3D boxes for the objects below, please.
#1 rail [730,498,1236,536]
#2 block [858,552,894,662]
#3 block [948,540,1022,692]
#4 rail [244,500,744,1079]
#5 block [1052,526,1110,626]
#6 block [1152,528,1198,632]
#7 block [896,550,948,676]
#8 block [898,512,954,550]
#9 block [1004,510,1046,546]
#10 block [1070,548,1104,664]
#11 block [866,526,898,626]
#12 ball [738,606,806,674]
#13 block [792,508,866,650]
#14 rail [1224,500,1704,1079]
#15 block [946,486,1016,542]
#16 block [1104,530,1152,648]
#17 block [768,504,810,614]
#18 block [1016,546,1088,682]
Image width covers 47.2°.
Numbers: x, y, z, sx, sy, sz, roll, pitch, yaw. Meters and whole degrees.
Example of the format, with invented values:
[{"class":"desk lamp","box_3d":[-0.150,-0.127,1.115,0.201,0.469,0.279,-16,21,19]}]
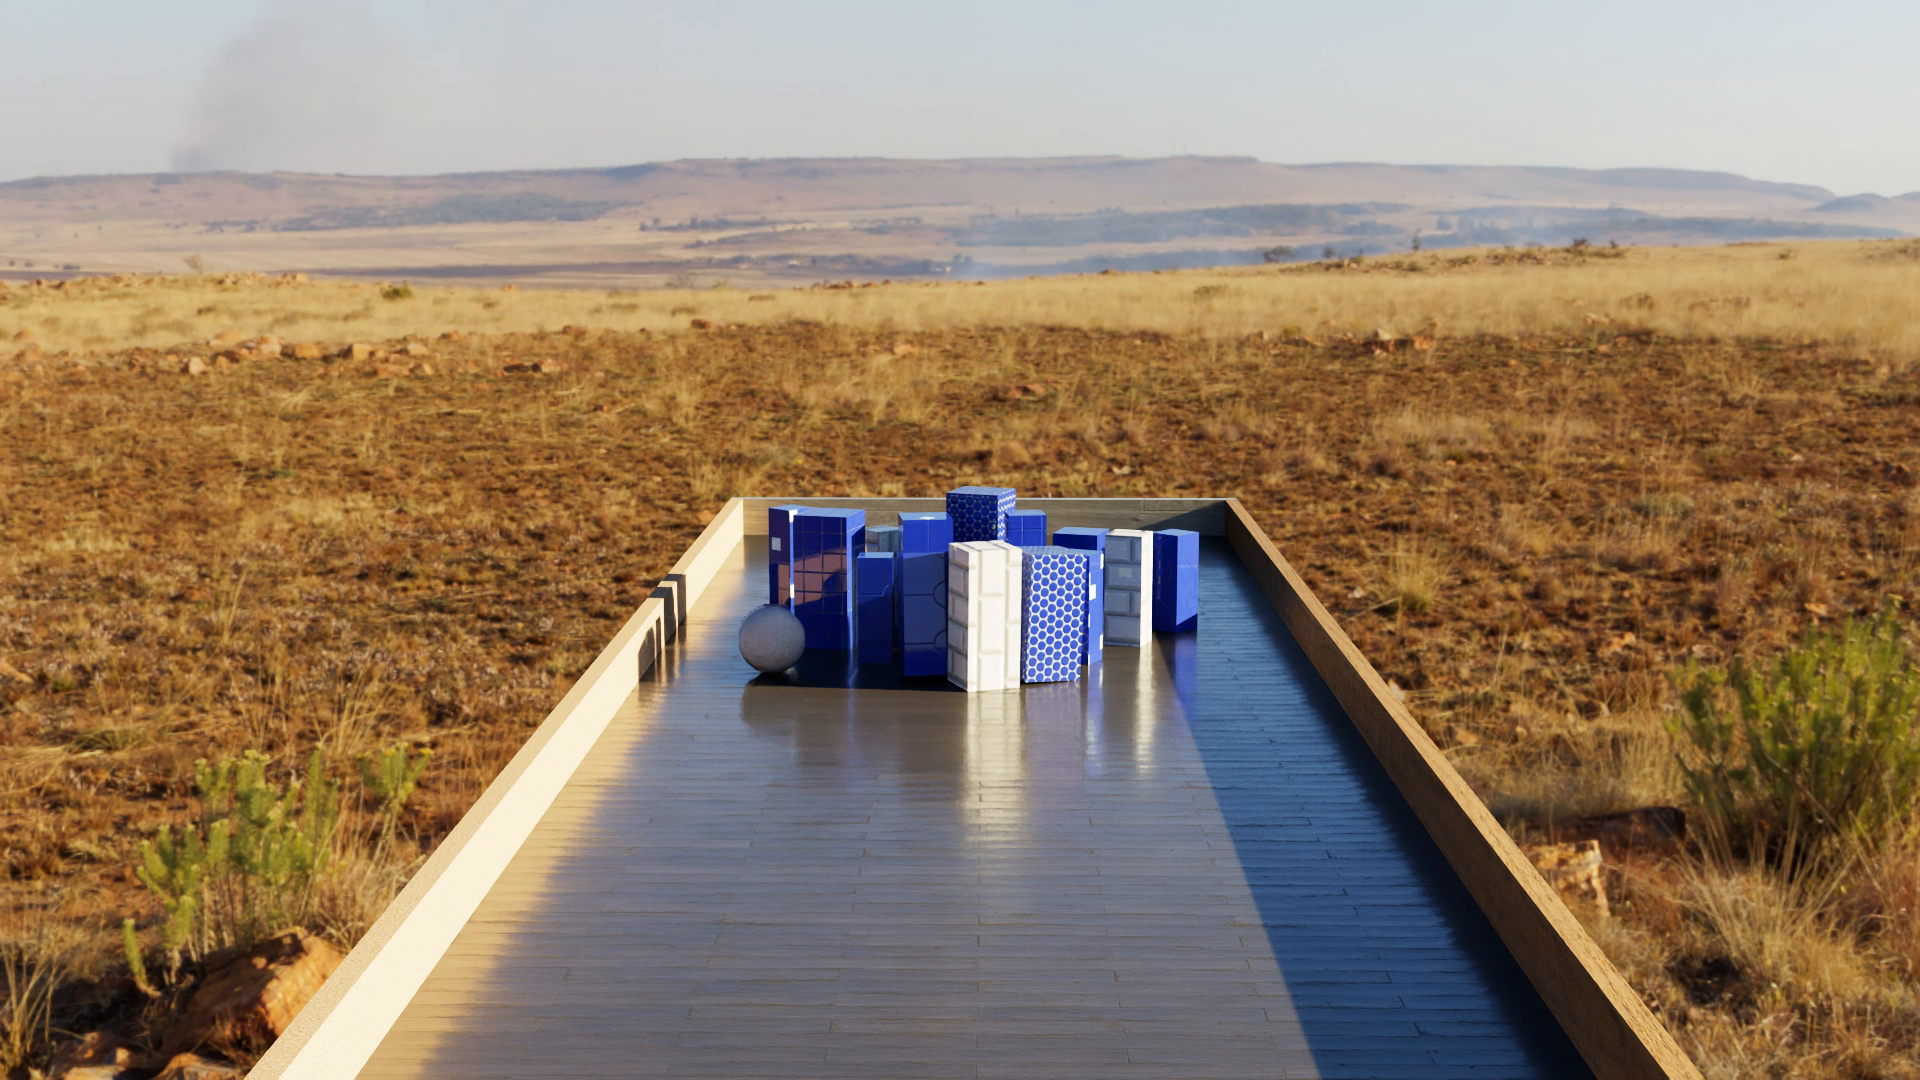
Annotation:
[{"class":"rail","box_3d":[0.099,-0.098,9.147,2.100,0.150,0.050,0,9,1]},{"class":"block","box_3d":[-0.255,0.205,6.688,0.103,0.322,0.103,0,9,1]},{"class":"block","box_3d":[0.070,0.217,6.338,0.160,0.404,0.160,-3,10,-21]},{"class":"rail","box_3d":[-1.004,0.839,3.234,0.050,0.150,12.000,0,9,1]},{"class":"block","box_3d":[0.397,0.125,7.219,0.149,0.313,0.149,3,10,19]},{"class":"block","box_3d":[0.699,0.132,7.164,0.109,0.317,0.109,9,12,44]},{"class":"block","box_3d":[-0.100,0.212,6.481,0.149,0.359,0.149,-1,3,-8]},{"class":"block","box_3d":[-0.109,0.127,6.909,0.156,0.407,0.156,-1,9,-7]},{"class":"block","box_3d":[0.204,0.119,6.934,0.117,0.414,0.117,-1,9,-7]},{"class":"block","box_3d":[0.365,0.202,6.672,0.103,0.333,0.103,4,10,26]},{"class":"block","box_3d":[-0.253,0.121,7.227,0.113,0.319,0.113,-7,12,-38]},{"class":"ball","box_3d":[-0.557,0.295,6.507,0.200,0.200,0.200,0,9,0]},{"class":"block","box_3d":[-0.409,0.120,6.913,0.177,0.419,0.177,3,9,16]},{"class":"rail","box_3d":[1.046,0.843,3.208,0.050,0.150,12.000,0,9,1]},{"class":"block","box_3d":[0.069,0.064,7.157,0.176,0.454,0.176,3,10,20]},{"class":"block","box_3d":[0.531,0.151,6.939,0.120,0.351,0.120,3,10,21]},{"class":"block","box_3d":[-0.551,0.088,7.206,0.105,0.392,0.105,9,12,43]},{"class":"block","box_3d":[0.243,0.214,6.442,0.176,0.371,0.176,-1,8,-25]}]
